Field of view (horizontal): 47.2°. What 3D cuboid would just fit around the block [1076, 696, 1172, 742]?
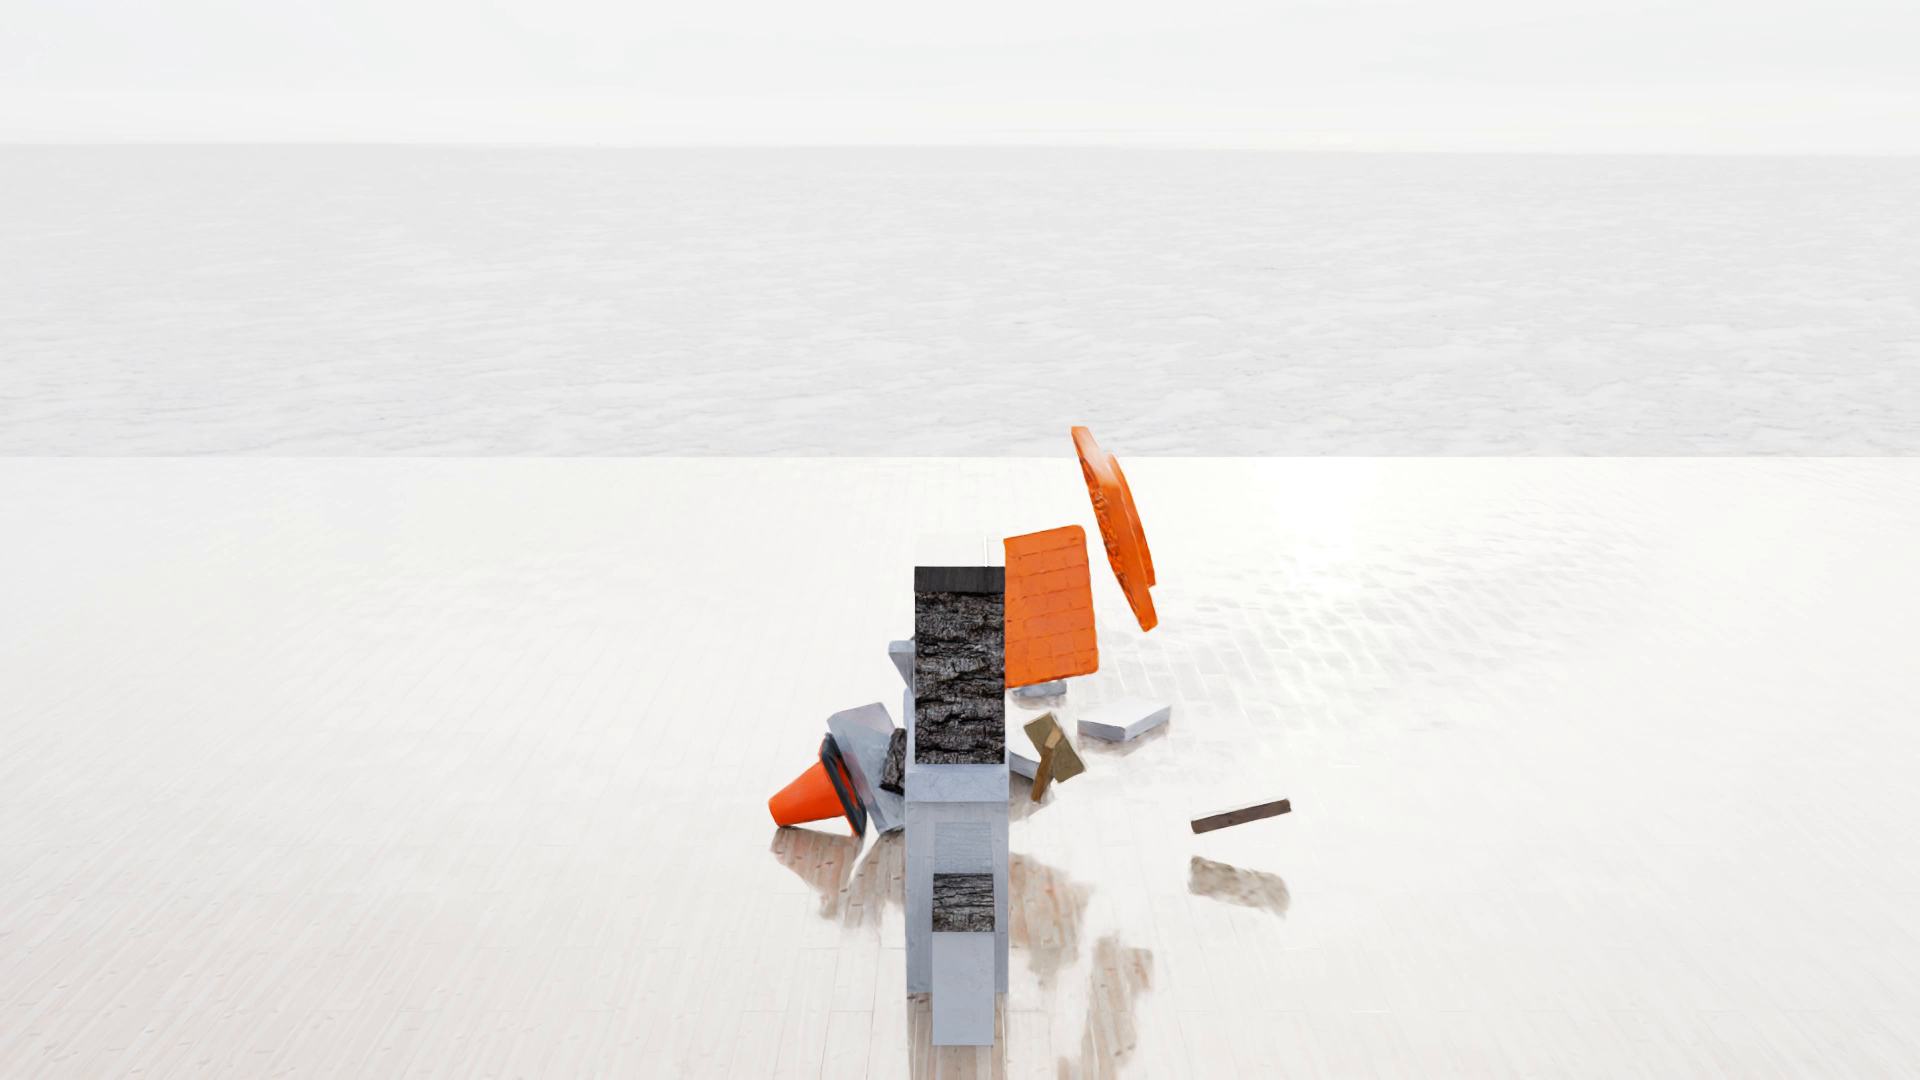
[{"bbox_3d":[0.352,0.381,4.698,0.112,0.032,0.224,8,13,31],"label":"block"}]

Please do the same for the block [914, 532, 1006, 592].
[{"bbox_3d":[0.000,0.031,3.252,0.131,0.037,0.262,0,11,0],"label":"block"}]

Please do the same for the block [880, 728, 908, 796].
[{"bbox_3d":[-0.027,0.432,4.017,0.224,0.112,0.032,20,-31,-10],"label":"block"}]

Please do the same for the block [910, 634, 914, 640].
[{"bbox_3d":[-0.026,0.232,3.681,0.170,0.022,0.078,37,-29,3],"label":"block"}]

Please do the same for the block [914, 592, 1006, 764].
[{"bbox_3d":[0.000,0.194,3.193,0.131,0.262,0.037,0,11,0],"label":"block"}]

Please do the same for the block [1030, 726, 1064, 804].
[{"bbox_3d":[0.150,0.387,3.788,0.017,0.122,0.061,19,33,11],"label":"block"}]

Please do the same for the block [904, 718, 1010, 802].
[{"bbox_3d":[-0.004,0.328,3.308,0.151,0.043,0.302,0,11,0],"label":"block"}]

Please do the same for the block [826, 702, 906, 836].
[{"bbox_3d":[-0.145,0.417,4.031,0.118,0.236,0.033,-10,-22,-44],"label":"block"}]

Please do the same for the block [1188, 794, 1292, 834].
[{"bbox_3d":[0.494,0.484,3.880,0.176,0.025,0.088,-14,-3,4],"label":"block"}]

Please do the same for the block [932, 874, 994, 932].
[{"bbox_3d":[0.005,0.509,3.096,0.086,0.024,0.172,0,11,0],"label":"block"}]

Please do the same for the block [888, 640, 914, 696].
[{"bbox_3d":[-0.057,0.212,3.580,0.078,0.022,0.157,0,-32,18],"label":"block"}]

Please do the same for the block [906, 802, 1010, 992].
[{"bbox_3d":[-0.004,0.516,3.241,0.151,0.302,0.043,0,11,0],"label":"block"}]

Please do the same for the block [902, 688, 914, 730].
[{"bbox_3d":[-0.019,0.332,4.483,0.236,0.118,0.033,-24,-32,37],"label":"block"}]

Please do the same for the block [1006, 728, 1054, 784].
[{"bbox_3d":[0.107,0.419,4.368,0.118,0.033,0.236,24,5,-14],"label":"block"}]

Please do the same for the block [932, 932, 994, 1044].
[{"bbox_3d":[0.005,0.616,3.057,0.086,0.172,0.024,0,11,0],"label":"block"}]

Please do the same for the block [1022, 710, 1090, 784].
[{"bbox_3d":[0.168,0.363,3.850,0.061,0.121,0.017,-28,10,24],"label":"block"}]

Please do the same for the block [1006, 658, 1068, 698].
[{"bbox_3d":[0.162,0.315,5.060,0.112,0.032,0.224,-3,11,-14],"label":"block"}]
